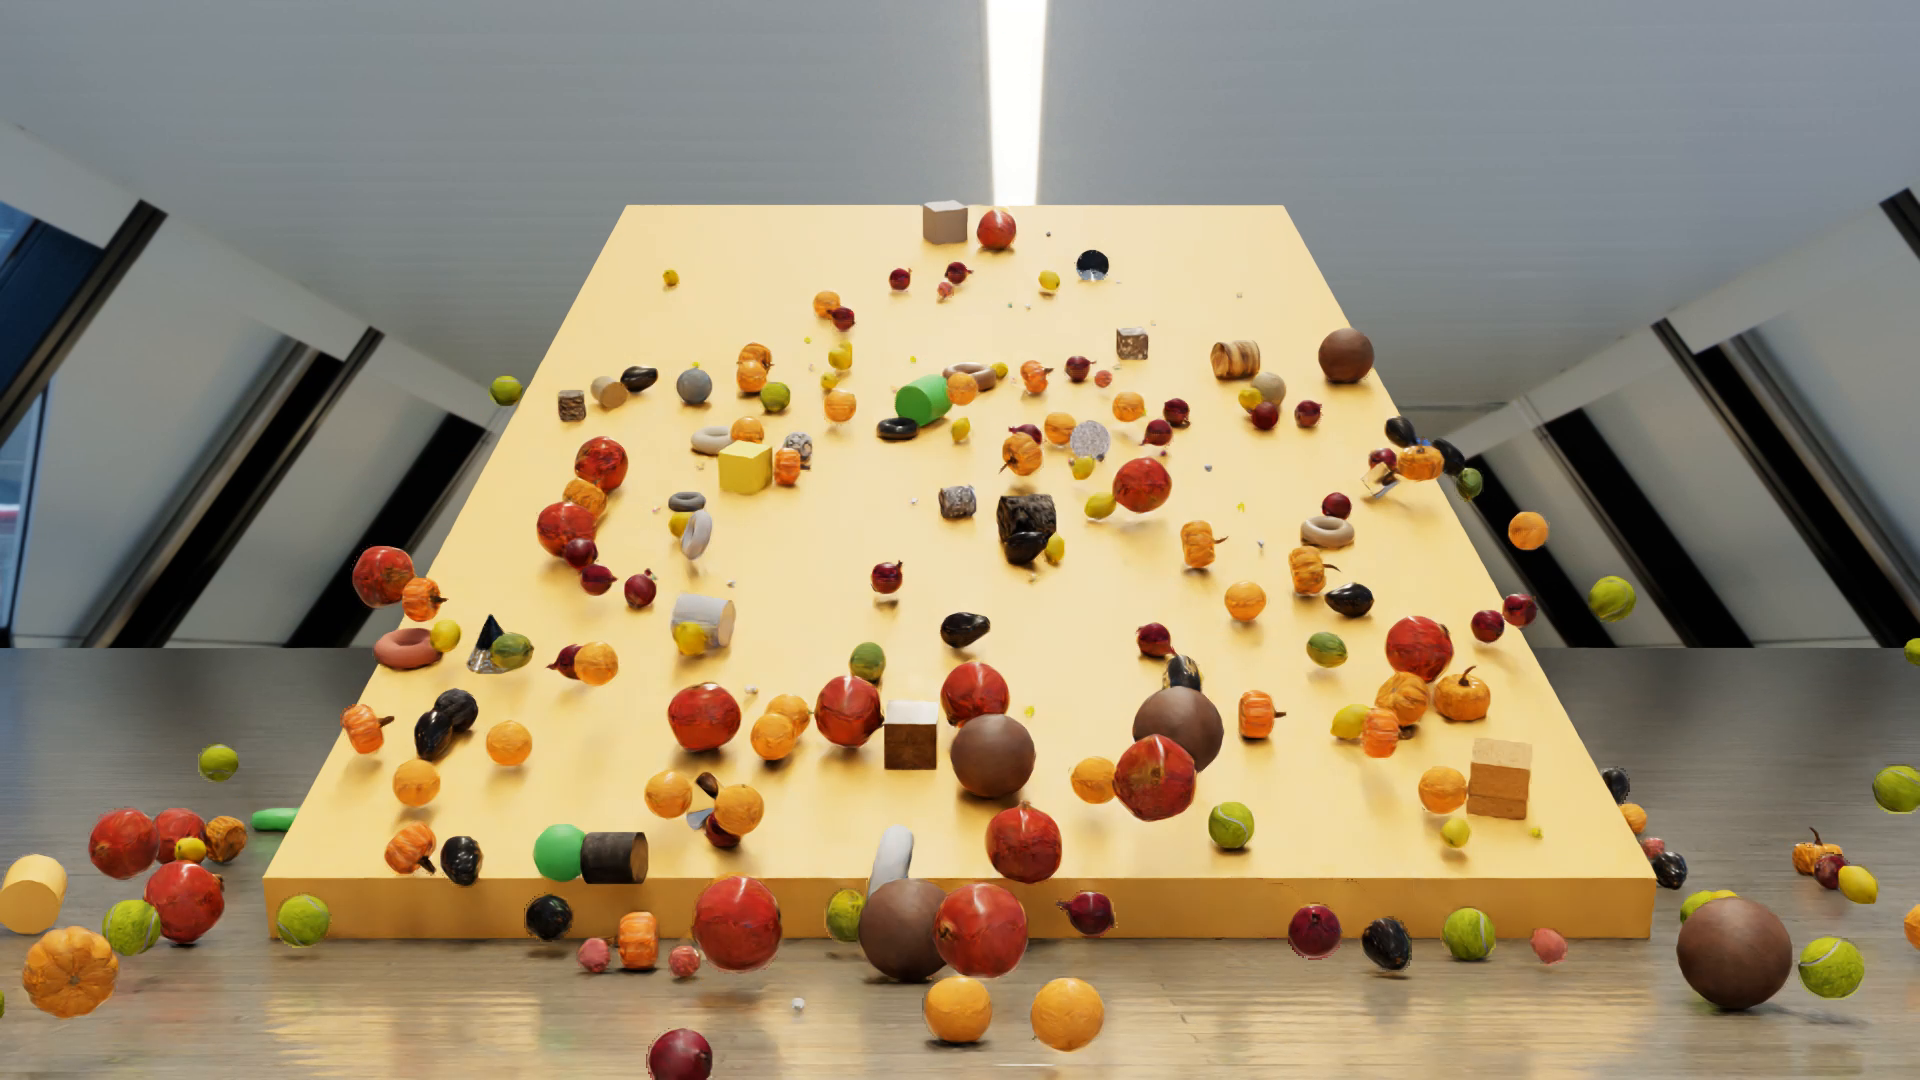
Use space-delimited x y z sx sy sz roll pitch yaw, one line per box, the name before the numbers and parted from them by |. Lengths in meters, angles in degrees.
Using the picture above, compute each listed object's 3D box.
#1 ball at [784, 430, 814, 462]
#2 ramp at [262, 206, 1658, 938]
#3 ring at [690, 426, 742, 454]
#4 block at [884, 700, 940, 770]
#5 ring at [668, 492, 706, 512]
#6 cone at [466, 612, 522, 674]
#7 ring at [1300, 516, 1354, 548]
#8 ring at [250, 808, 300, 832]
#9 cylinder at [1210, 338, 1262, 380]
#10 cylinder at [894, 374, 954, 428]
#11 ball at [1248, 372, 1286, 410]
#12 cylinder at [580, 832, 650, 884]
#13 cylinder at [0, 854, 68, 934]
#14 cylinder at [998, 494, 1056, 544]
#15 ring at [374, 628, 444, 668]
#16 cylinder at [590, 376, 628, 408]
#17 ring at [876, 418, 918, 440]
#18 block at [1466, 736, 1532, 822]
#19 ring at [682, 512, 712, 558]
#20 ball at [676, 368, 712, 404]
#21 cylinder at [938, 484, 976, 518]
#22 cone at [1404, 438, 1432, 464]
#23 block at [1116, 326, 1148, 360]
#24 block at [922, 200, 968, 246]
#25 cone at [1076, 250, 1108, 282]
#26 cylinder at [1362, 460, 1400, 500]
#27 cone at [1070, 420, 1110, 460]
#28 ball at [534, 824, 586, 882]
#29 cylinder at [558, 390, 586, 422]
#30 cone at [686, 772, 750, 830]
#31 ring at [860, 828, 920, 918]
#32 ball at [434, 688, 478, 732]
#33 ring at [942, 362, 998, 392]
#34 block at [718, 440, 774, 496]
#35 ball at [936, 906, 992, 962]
ball | -0.345 -0.200 4.893 0.065 0.065 0.065 0 -3 0
ramp | -0.007 -0.221 5.166 2.000 0.100 4.000 0 22 0
ring | -0.526 -0.216 4.969 0.113 0.038 0.113 1 21 0
block | -0.075 0.308 3.621 0.081 0.081 0.081 1 22 2
ring | -0.552 -0.077 4.641 0.078 0.026 0.078 0 21 0
cone | -0.803 0.167 3.945 0.096 0.096 0.096 0 22 0
ring | 0.716 -0.016 4.484 0.107 0.036 0.107 1 22 0
ring | -1.547 0.639 5.250 0.140 0.047 0.140 -1 -2 0
cylinder | 0.651 -0.427 5.425 0.087 0.087 0.087 -15 4 -24
cylinder | -0.079 -0.311 5.124 0.098 0.098 0.098 -2 18 34
ball | 0.698 -0.338 5.212 0.084 0.084 0.084 0 -3 0
cylinder | -0.490 0.451 3.263 0.075 0.075 0.075 -2 -3 12
cylinder | -1.373 0.524 3.401 0.087 0.087 0.087 1 17 -14
cylinder | 0.129 -0.041 4.458 0.092 0.092 0.092 -3 -2 -15
ring | -0.951 0.187 3.972 0.118 0.039 0.118 0 21 0
cylinder | -0.799 -0.337 5.231 0.063 0.063 0.063 2 17 -36
ring | -0.137 -0.244 5.048 0.094 0.031 0.094 1 21 0
block | 0.818 0.362 3.484 0.087 0.087 0.087 6 23 14
ring | -0.496 -0.010 4.333 0.032 0.097 0.097 25 -10 -15
ball | -0.605 -0.350 5.240 0.082 0.082 0.082 0 -3 0
cylinder | -0.005 -0.077 4.596 0.061 0.061 0.061 -7 -1 -14
cone | 0.971 -0.187 4.918 0.057 0.057 0.057 2 -11 -38
block | 0.418 -0.477 5.582 0.063 0.063 0.063 -4 22 -10
block | -0.043 -0.911 6.601 0.100 0.100 0.100 -8 24 -20
cone | 0.360 -0.737 6.252 0.089 0.089 0.089 0 -5 3
cylinder | 0.856 -0.122 4.682 0.057 0.057 0.057 -38 -13 13
cone | 0.276 -0.209 4.951 0.087 0.087 0.087 0 -5 -2
ball | -0.567 0.446 3.277 0.082 0.082 0.082 0 -3 0
cylinder | -0.869 -0.301 5.147 0.059 0.059 0.059 0 22 0
cone | -0.350 0.400 3.447 0.089 0.089 0.089 18 -13 -34
ring | -0.095 0.455 3.137 0.045 0.134 0.134 23 2 11
ball | -0.814 0.276 3.710 0.071 0.071 0.071 0 -3 0
ring | 0.022 -0.380 5.369 0.131 0.044 0.131 0 21 0
block | -0.442 -0.149 4.746 0.081 0.081 0.081 10 24 23
ball | 0.005 0.530 3.093 0.074 0.074 0.074 0 -3 0
